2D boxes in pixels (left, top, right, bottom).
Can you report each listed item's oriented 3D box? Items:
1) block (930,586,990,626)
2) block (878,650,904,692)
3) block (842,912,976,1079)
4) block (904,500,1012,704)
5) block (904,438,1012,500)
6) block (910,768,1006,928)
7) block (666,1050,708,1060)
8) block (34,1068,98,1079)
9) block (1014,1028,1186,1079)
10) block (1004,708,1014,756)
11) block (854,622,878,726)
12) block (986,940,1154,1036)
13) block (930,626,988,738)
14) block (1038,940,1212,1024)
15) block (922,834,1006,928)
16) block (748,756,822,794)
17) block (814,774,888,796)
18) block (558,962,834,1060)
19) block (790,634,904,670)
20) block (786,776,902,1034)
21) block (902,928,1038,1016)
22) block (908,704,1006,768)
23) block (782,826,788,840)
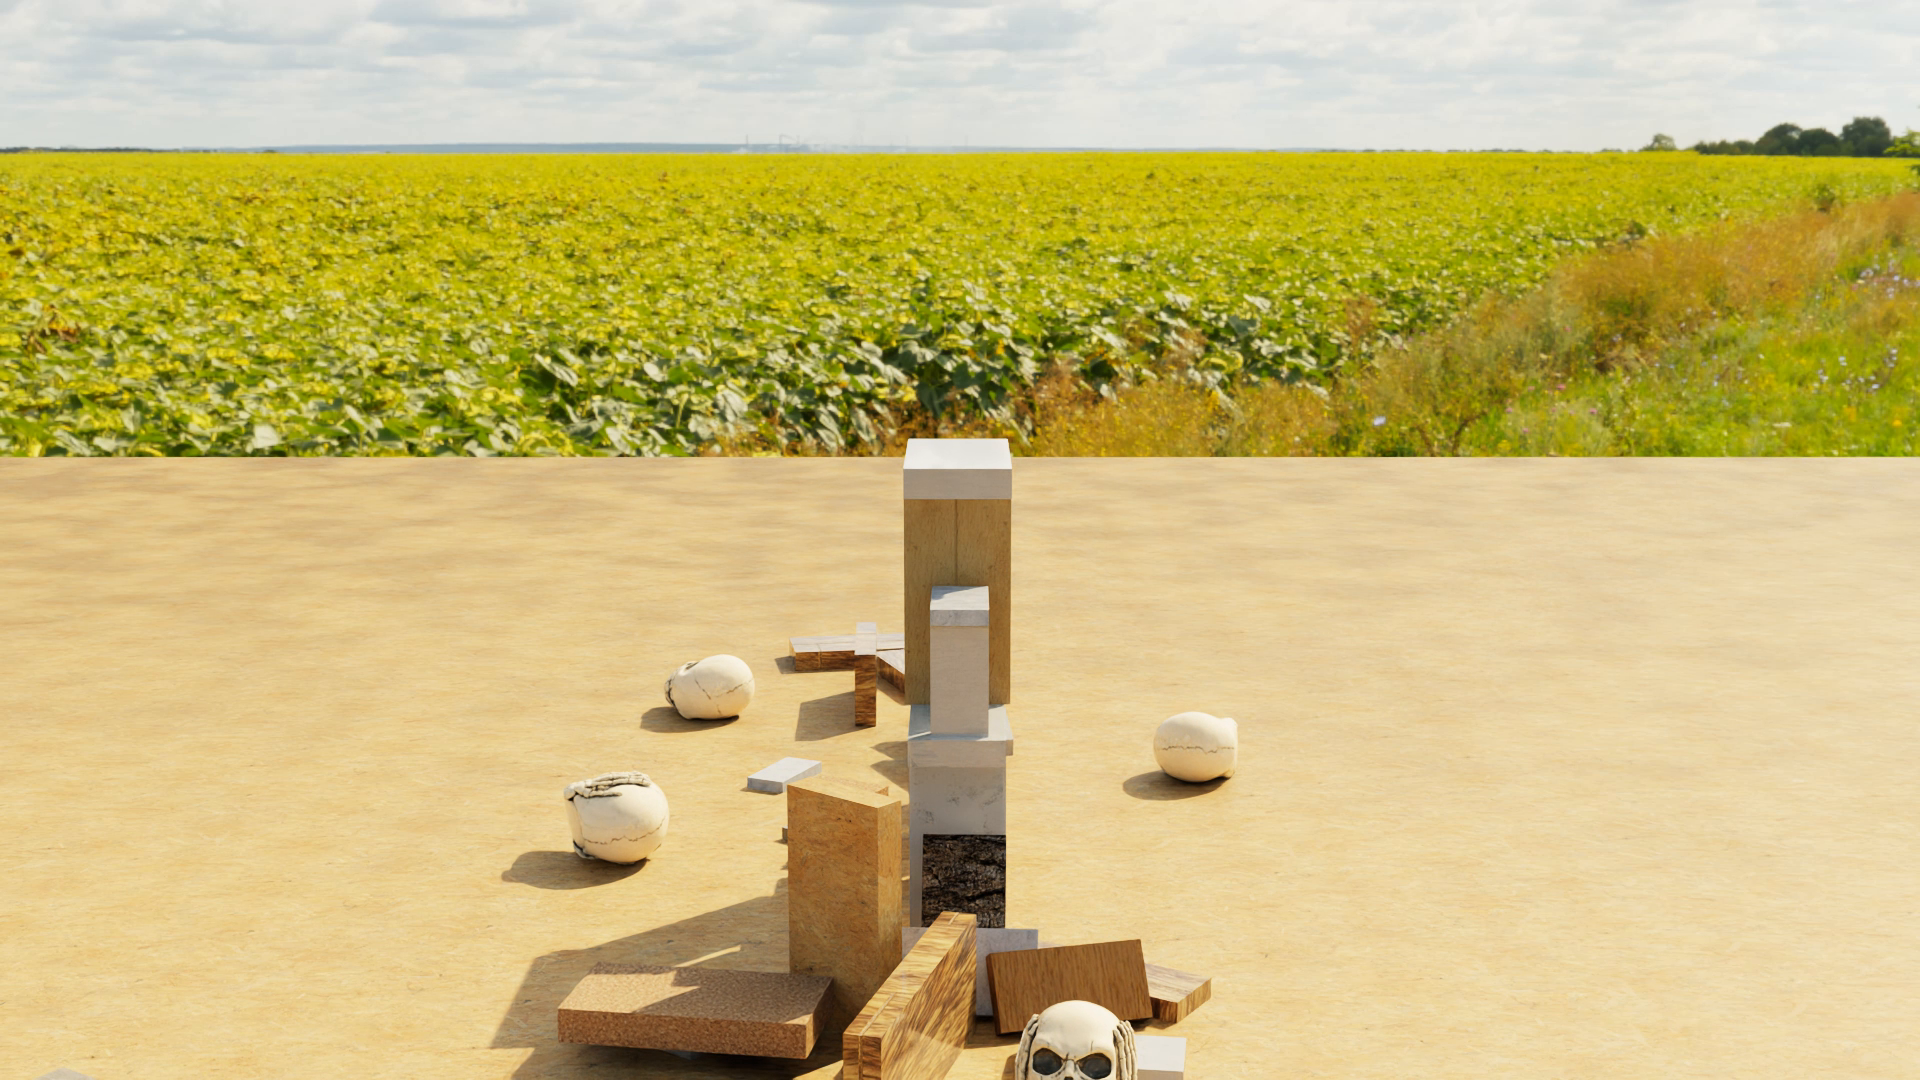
[{"bbox_3d":[0.000,0.101,3.390,0.089,0.025,0.177,0,10,0],"label":"block"},{"bbox_3d":[-0.078,0.308,5.066,0.158,0.045,0.316,-4,11,-20],"label":"block"},{"bbox_3d":[-0.060,0.647,2.892,0.049,0.172,0.443,3,11,15],"label":"block"},{"bbox_3d":[-0.004,0.093,3.541,0.171,0.341,0.048,0,10,0],"label":"block"},{"bbox_3d":[-0.004,-0.119,3.617,0.171,0.048,0.341,0,10,0],"label":"block"},{"bbox_3d":[-0.004,0.483,3.427,0.149,0.299,0.042,0,9,0],"label":"block"},{"bbox_3d":[-0.424,0.673,3.129,0.244,0.035,0.122,9,14,39],"label":"block"},{"bbox_3d":[-1.151,0.728,2.863,0.158,0.022,0.079,6,12,31],"label":"block"},{"bbox_3d":[0.192,0.703,2.971,0.223,0.032,0.112,1,11,8],"label":"block"},{"bbox_3d":[0.017,0.348,4.518,0.143,0.040,0.285,-4,31,-7],"label":"block"},{"bbox_3d":[-0.206,0.292,4.840,0.045,0.158,0.316,0,11,-2],"label":"block"},{"bbox_3d":[0.155,0.635,3.122,0.223,0.112,0.032,-3,-20,-14],"label":"block"},{"bbox_3d":[-0.001,0.211,3.350,0.089,0.177,0.025,0,10,0],"label":"block"},{"bbox_3d":[0.201,0.650,3.262,0.325,0.032,0.112,6,12,31],"label":"block"},{"bbox_3d":[0.005,0.555,3.213,0.122,0.244,0.035,0,-14,2],"label":"block"},{"bbox_3d":[-0.343,0.460,4.309,0.078,0.022,0.157,5,12,24],"label":"block"},{"bbox_3d":[-0.224,0.480,4.203,0.157,0.022,0.078,6,12,30],"label":"block"},{"bbox_3d":[-0.361,0.647,3.037,0.345,0.049,0.172,2,11,9],"label":"block"},{"bbox_3d":[-0.245,0.268,5.283,0.316,0.045,0.158,-2,11,-10],"label":"block"},{"bbox_3d":[-0.163,0.521,3.098,0.172,0.345,0.049,9,14,39],"label":"block"},{"bbox_3d":[-0.010,0.621,3.161,0.244,0.122,0.035,0,-14,2],"label":"block"},{"bbox_3d":[-0.005,0.298,3.485,0.149,0.042,0.299,0,10,0],"label":"block"},{"bbox_3d":[-0.240,0.520,3.986,0.078,0.022,0.157,8,13,38],"label":"block"}]
